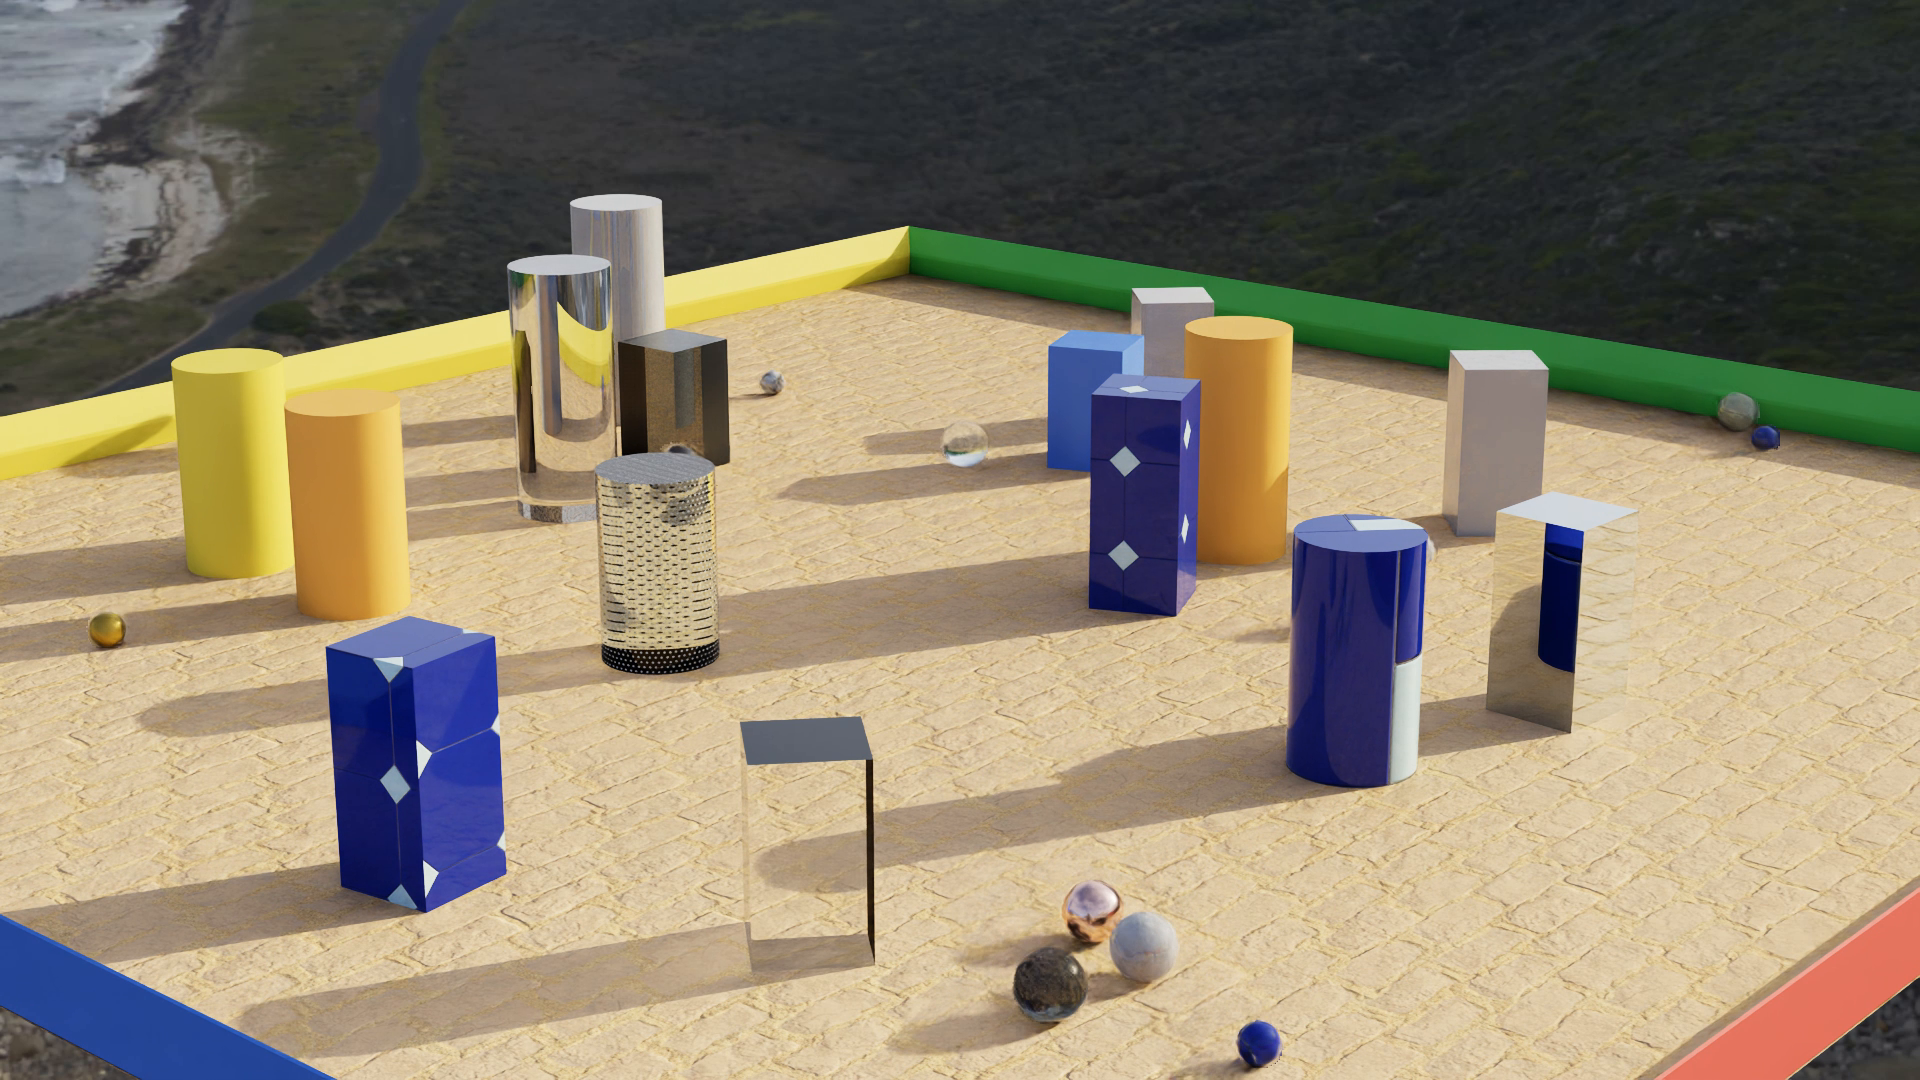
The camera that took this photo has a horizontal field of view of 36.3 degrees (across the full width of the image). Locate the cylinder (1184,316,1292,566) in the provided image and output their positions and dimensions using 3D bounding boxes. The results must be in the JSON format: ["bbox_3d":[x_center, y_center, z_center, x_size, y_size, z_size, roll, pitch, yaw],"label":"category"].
[{"bbox_3d":[0.501,-0.182,5.328,0.193,0.417,0.193,0,17,0],"label":"cylinder"}]

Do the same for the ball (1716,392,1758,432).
[{"bbox_3d":[1.643,-0.271,6.201,0.083,0.083,0.083,0,17,0],"label":"ball"}]

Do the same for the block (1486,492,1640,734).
[{"bbox_3d":[0.929,0.109,4.526,0.155,0.322,0.155,15,23,41],"label":"block"}]

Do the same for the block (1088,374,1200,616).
[{"bbox_3d":[0.318,-0.079,5.048,0.155,0.380,0.155,5,17,16],"label":"block"}]

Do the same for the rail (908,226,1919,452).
[{"bbox_3d":[1.301,-0.401,6.554,3.847,0.126,0.045,14,22,39],"label":"rail"}]

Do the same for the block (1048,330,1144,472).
[{"bbox_3d":[0.275,-0.280,5.937,0.155,0.253,0.155,6,18,19],"label":"block"}]

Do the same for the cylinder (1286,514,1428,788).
[{"bbox_3d":[0.580,0.161,4.292,0.193,0.358,0.193,0,17,0],"label":"cylinder"}]

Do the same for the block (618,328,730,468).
[{"bbox_3d":[-0.576,-0.277,5.918,0.155,0.258,0.155,13,21,37],"label":"block"}]

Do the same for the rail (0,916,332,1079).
[{"bbox_3d":[-1.301,0.464,3.686,3.847,0.126,0.045,14,22,39],"label":"rail"}]

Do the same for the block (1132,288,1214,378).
[{"bbox_3d":[0.454,-0.394,6.291,0.155,0.267,0.155,-1,17,-4],"label":"block"}]

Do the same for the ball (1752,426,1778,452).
[{"bbox_3d":[1.661,-0.210,6.049,0.053,0.053,0.053,0,17,0],"label":"ball"}]

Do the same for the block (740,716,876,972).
[{"bbox_3d":[-0.193,0.382,3.701,0.155,0.276,0.155,-2,17,-7],"label":"block"}]

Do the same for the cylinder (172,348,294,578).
[{"bbox_3d":[-1.300,-0.139,5.255,0.193,0.375,0.193,0,17,0],"label":"cylinder"}]

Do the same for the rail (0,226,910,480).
[{"bbox_3d":[-1.434,-0.328,6.313,0.045,0.126,4.015,14,22,39],"label":"rail"}]

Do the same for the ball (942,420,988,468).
[{"bbox_3d":[0.010,-0.194,5.923,0.095,0.095,0.095,0,17,0],"label":"ball"}]

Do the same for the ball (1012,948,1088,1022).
[{"bbox_3d":[0.108,0.534,3.520,0.089,0.089,0.089,0,17,0],"label":"ball"}]

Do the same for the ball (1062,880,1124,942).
[{"bbox_3d":[0.170,0.473,3.739,0.080,0.080,0.080,0,17,0],"label":"ball"}]

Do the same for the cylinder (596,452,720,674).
[{"bbox_3d":[-0.492,0.037,4.772,0.193,0.319,0.193,0,17,0],"label":"cylinder"}]

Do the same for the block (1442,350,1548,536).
[{"bbox_3d":[1.001,-0.182,5.493,0.155,0.320,0.155,0,17,-1],"label":"block"}]

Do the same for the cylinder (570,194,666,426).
[{"bbox_3d":[-0.728,-0.493,6.274,0.193,0.464,0.193,0,17,0],"label":"cylinder"}]

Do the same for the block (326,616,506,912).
[{"bbox_3d":[-0.719,0.294,3.884,0.155,0.338,0.155,11,20,32],"label":"block"}]

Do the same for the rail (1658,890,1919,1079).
[{"bbox_3d":[1.434,0.391,3.928,0.045,0.126,4.015,14,22,39],"label":"rail"}]

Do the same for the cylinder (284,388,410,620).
[{"bbox_3d":[-1.049,-0.062,5.031,0.193,0.359,0.193,0,17,0],"label":"cylinder"}]

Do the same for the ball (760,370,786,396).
[{"bbox_3d":[-0.416,-0.349,6.507,0.055,0.055,0.055,0,17,0],"label":"ball"}]

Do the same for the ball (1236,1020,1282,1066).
[{"bbox_3d":[0.348,0.586,3.414,0.052,0.052,0.052,0,17,0],"label":"ball"}]

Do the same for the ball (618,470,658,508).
[{"bbox_3d":[-0.619,-0.098,5.639,0.076,0.076,0.076,0,17,0],"label":"ball"}]

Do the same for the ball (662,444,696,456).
[{"bbox_3d":[-0.558,-0.150,5.799,0.082,0.082,0.082,0,17,0],"label":"ball"}]

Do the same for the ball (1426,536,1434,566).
[{"bbox_3d":[0.818,0.019,5.264,0.069,0.069,0.069,0,17,0],"label":"ball"}]

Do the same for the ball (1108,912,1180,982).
[{"bbox_3d":[0.228,0.503,3.629,0.087,0.087,0.087,0,17,0],"label":"ball"}]

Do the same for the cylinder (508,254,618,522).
[{"bbox_3d":[-0.753,-0.288,5.575,0.193,0.477,0.193,0,17,0],"label":"cylinder"}]

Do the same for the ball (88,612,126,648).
[{"bbox_3d":[-1.411,0.148,4.851,0.060,0.060,0.060,0,17,0],"label":"ball"}]
